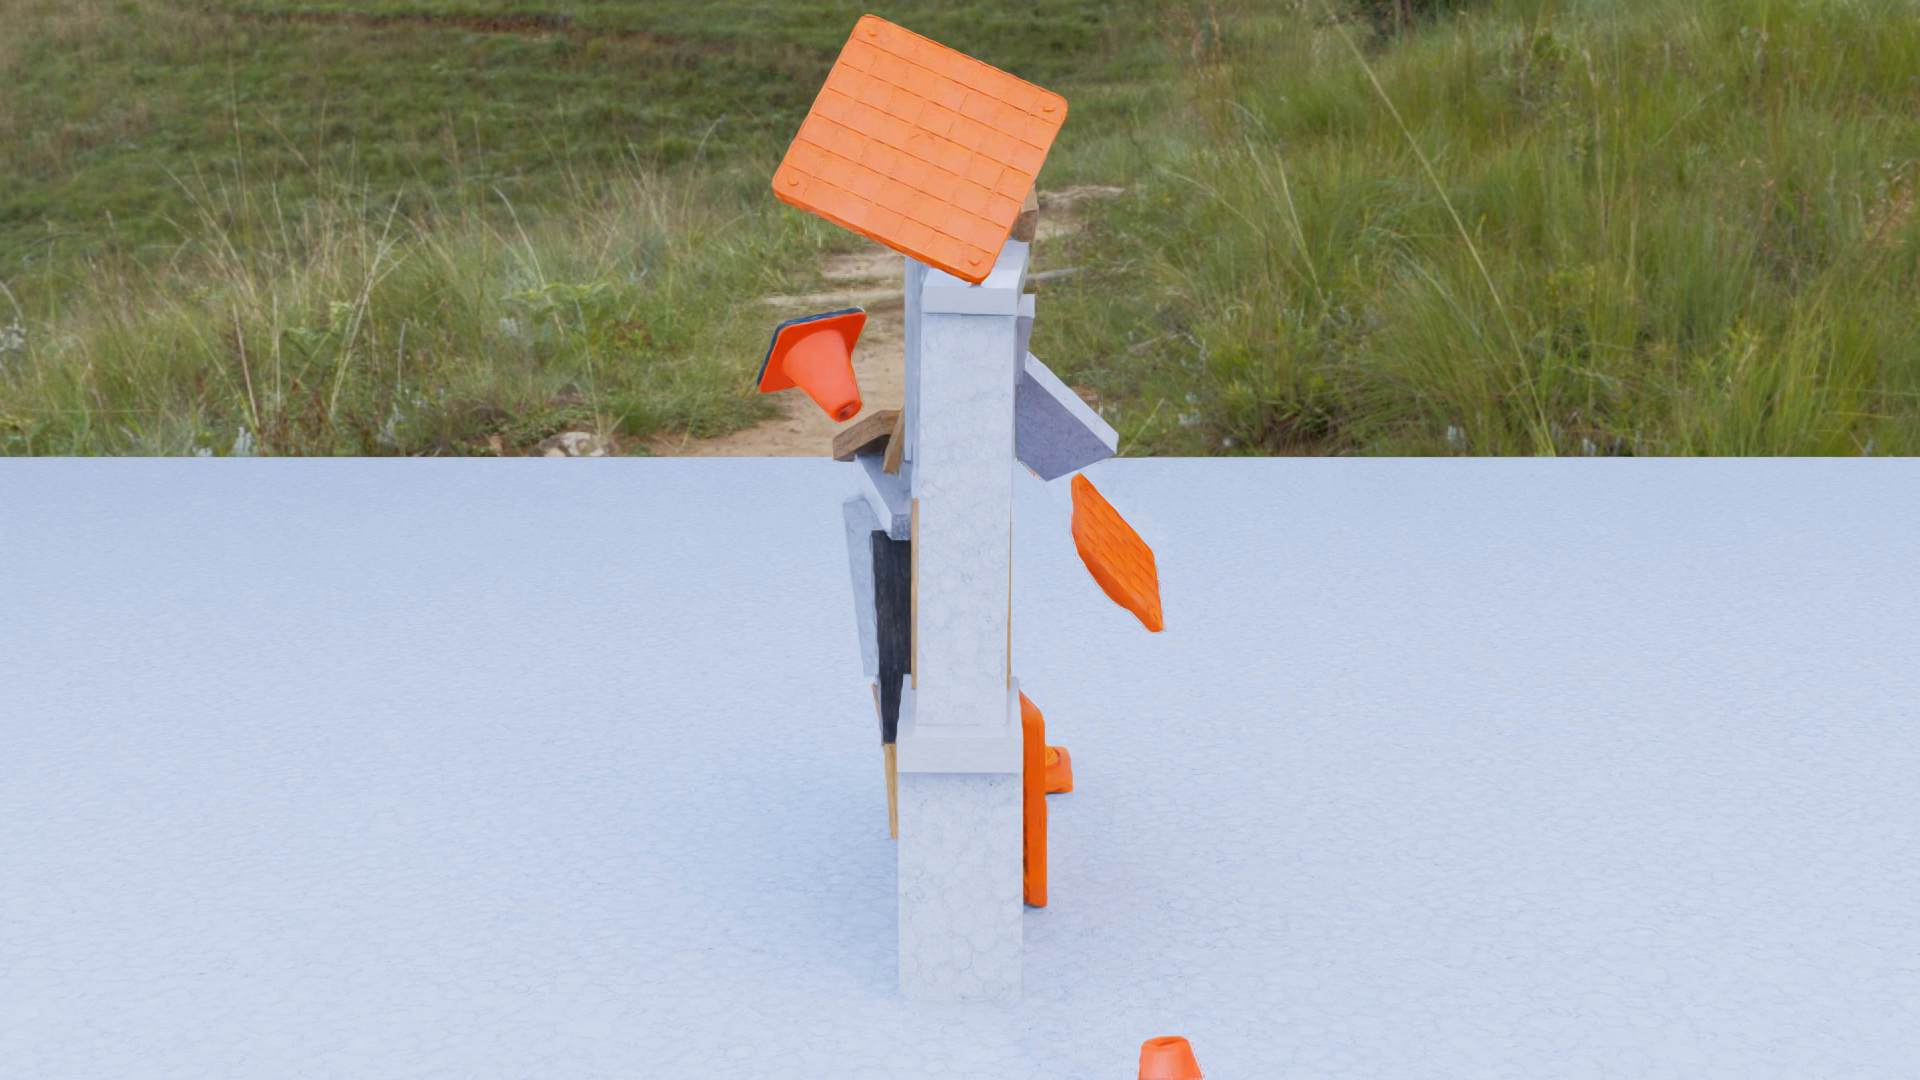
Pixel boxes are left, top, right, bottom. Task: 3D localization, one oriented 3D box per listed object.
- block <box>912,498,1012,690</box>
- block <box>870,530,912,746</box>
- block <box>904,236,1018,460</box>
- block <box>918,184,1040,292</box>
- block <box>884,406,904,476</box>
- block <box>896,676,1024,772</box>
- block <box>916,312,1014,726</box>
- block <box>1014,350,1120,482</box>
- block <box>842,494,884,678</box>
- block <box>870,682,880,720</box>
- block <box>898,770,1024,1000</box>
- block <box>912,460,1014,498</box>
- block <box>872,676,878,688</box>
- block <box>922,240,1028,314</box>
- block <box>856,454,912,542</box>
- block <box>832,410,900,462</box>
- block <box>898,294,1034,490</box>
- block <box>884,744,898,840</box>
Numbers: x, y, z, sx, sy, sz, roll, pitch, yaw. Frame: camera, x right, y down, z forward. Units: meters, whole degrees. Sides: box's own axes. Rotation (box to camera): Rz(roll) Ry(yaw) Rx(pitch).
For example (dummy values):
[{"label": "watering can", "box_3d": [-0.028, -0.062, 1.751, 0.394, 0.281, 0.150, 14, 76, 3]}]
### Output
[{"label": "block", "box_3d": [0.002, 0.076, 3.356, 0.151, 0.301, 0.043, 0, 11, 0]}, {"label": "block", "box_3d": [-0.060, 0.160, 3.693, 0.163, 0.358, 0.046, -2, -12, -8]}, {"label": "block", "box_3d": [0.000, -0.287, 3.322, 0.168, 0.337, 0.048, 0, 20, -1]}, {"label": "block", "box_3d": [0.017, -0.428, 3.417, 0.168, 0.048, 0.337, -5, -26, -8]}, {"label": "block", "box_3d": [-0.018, -0.202, 3.640, 0.152, 0.043, 0.304, 10, -35, -11]}, {"label": "block", "box_3d": [0.000, 0.270, 3.279, 0.179, 0.051, 0.358, 0, 11, 0]}, {"label": "block", "box_3d": [0.006, -0.033, 3.123, 0.129, 0.602, 0.036, 1, 11, 0]}, {"label": "block", "box_3d": [0.111, -0.220, 3.671, 0.152, 0.043, 0.304, -21, -47, 36]}, {"label": "block", "box_3d": [-0.109, 0.076, 3.943, 0.163, 0.326, 0.046, -6, 14, 1]}, {"label": "block", "box_3d": [-0.077, 0.374, 4.094, 0.124, 0.248, 0.035, -13, 6, -11]}, {"label": "block", "box_3d": [0.001, 0.493, 3.206, 0.179, 0.358, 0.051, 0, 12, 0]}, {"label": "block", "box_3d": [0.003, -0.111, 3.419, 0.151, 0.043, 0.301, 0, 11, 0]}, {"label": "block", "box_3d": [-0.092, 0.245, 4.011, 0.124, 0.035, 0.247, -8, 14, -7]}, {"label": "block", "box_3d": [0.025, -0.375, 3.122, 0.129, 0.036, 0.257, 2, 22, 5]}, {"label": "block", "box_3d": [-0.070, -0.079, 3.797, 0.163, 0.046, 0.326, -3, 21, -13]}, {"label": "block", "box_3d": [-0.111, -0.184, 3.906, 0.152, 0.043, 0.304, 0, -7, -19]}, {"label": "block", "box_3d": [0.006, -0.230, 3.514, 0.168, 0.435, 0.048, 5, 52, -4]}, {"label": "block", "box_3d": [-0.069, 0.410, 3.928, 0.124, 0.248, 0.035, -2, 8, 20]}]
